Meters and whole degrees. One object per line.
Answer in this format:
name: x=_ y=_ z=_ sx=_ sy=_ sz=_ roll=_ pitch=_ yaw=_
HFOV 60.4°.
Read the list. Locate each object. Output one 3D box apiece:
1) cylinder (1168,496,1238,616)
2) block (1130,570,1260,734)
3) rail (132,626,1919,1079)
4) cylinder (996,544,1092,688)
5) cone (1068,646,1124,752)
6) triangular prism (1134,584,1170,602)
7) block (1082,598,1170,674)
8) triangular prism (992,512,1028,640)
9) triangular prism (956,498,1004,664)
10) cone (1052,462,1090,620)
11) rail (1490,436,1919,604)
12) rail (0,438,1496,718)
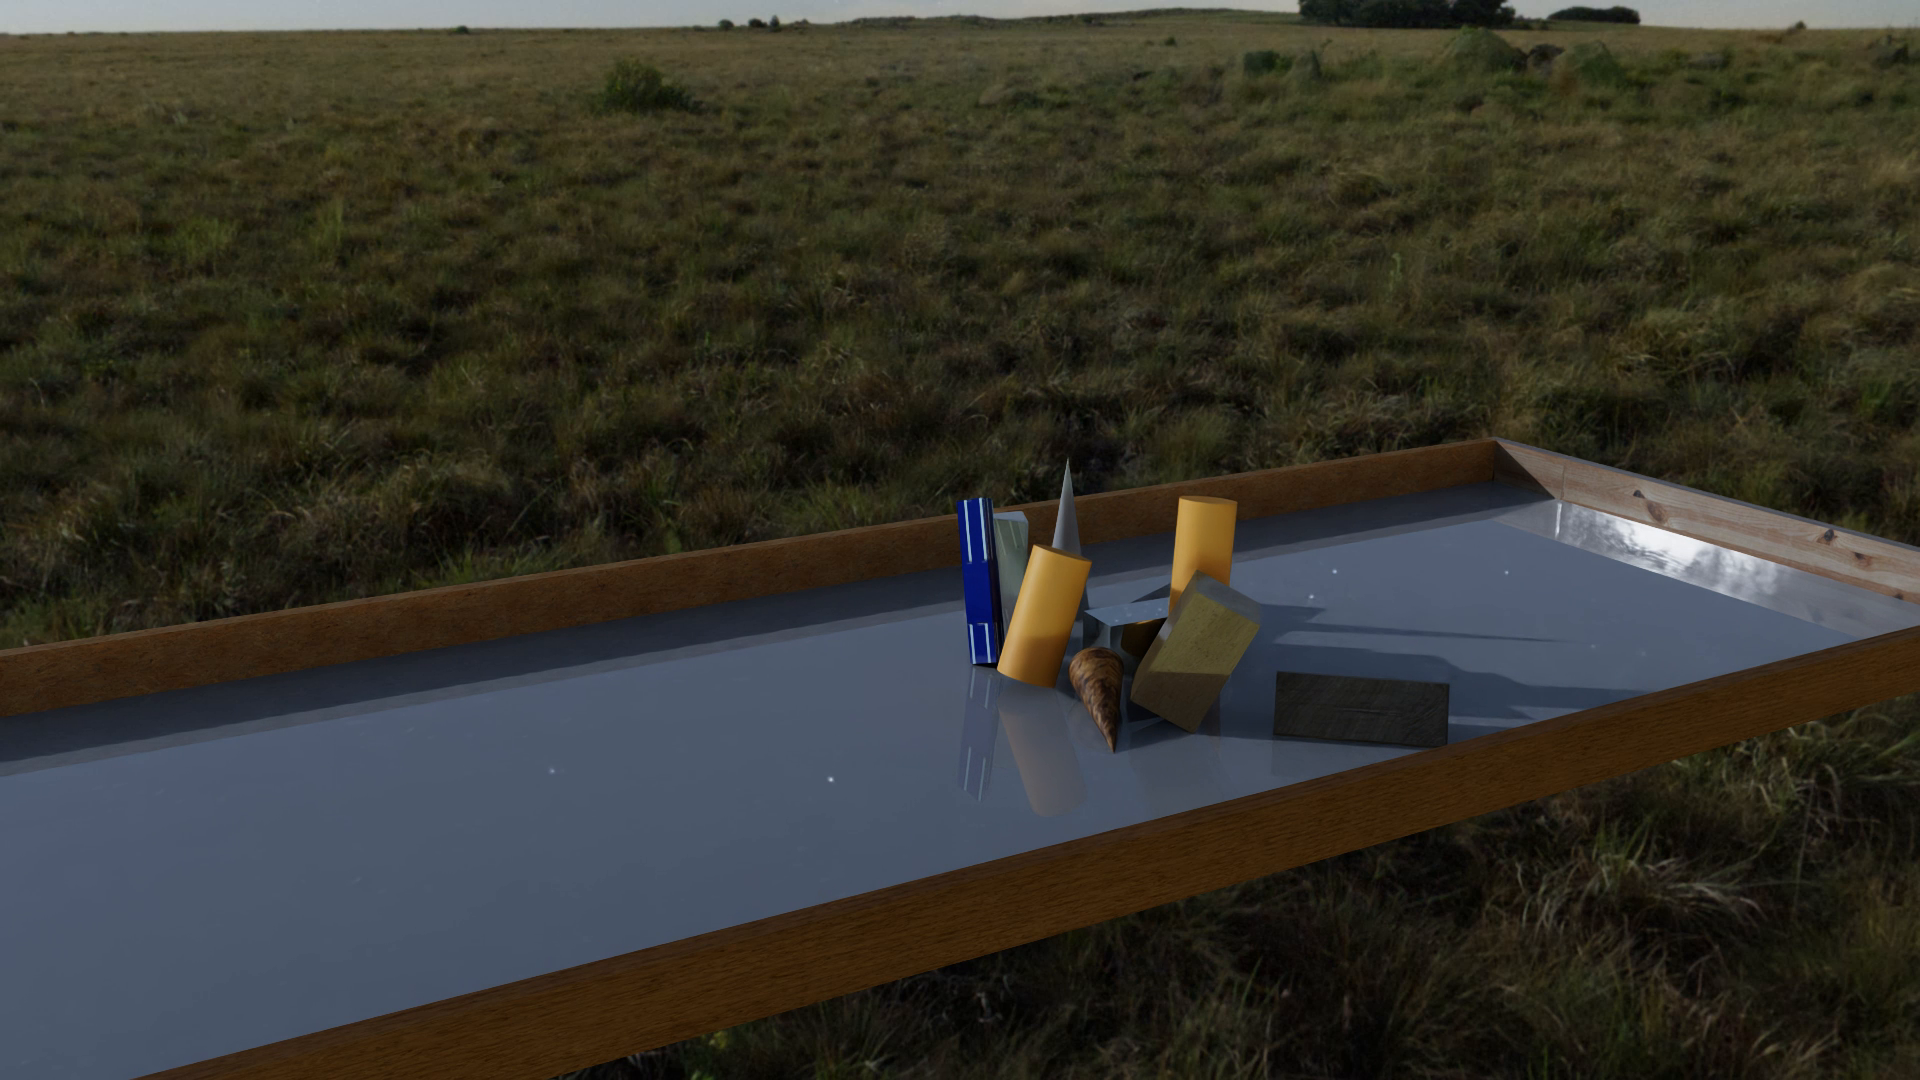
cylinder: x=0.599 y=0.121 z=4.121 sx=0.144 sy=0.447 sz=0.144 roll=4 pitch=9 yaw=-1
block: x=0.549 y=0.259 z=3.854 sx=0.167 sy=0.306 sz=0.167 roll=28 pitch=18 yaw=0
rail: x=-2.336 y=1.006 z=1.665 sx=12.000 sy=0.150 sz=0.050 roll=-9 pitch=18 yaw=-27
cylinder: x=0.209 y=0.187 z=4.088 sx=0.151 sy=0.325 sz=0.151 roll=16 pitch=5 yaw=-2
cone: x=0.339 y=0.401 z=3.871 sx=0.138 sy=0.138 sz=0.357 roll=-1 pitch=27 yaw=-2
triangular prism: x=0.581 y=0.171 z=4.576 sx=0.121 sy=0.105 sz=0.408 roll=11 pitch=20 yaw=35
block: x=0.516 y=0.242 z=4.290 sx=0.374 sy=0.136 sz=0.136 roll=-8 pitch=18 yaw=-25
triangular prism: x=0.129 y=0.100 z=4.393 sx=0.150 sy=0.341 sz=0.130 roll=8 pitch=14 yaw=24
triangular prism: x=0.072 y=0.104 z=4.267 sx=0.095 sy=0.422 sz=0.082 roll=-7 pitch=-4 yaw=44
cone: x=0.297 y=-0.012 z=4.588 sx=0.139 sy=0.455 sz=0.139 roll=0 pitch=16 yaw=0
rail: x=2.466 y=-0.048 z=5.253 sx=0.050 sy=0.150 sz=2.100 roll=-9 pitch=18 yaw=-27
rail: x=-3.305 y=0.497 z=3.399 sx=12.000 sy=0.150 sz=0.050 roll=-9 pitch=18 yaw=-27
